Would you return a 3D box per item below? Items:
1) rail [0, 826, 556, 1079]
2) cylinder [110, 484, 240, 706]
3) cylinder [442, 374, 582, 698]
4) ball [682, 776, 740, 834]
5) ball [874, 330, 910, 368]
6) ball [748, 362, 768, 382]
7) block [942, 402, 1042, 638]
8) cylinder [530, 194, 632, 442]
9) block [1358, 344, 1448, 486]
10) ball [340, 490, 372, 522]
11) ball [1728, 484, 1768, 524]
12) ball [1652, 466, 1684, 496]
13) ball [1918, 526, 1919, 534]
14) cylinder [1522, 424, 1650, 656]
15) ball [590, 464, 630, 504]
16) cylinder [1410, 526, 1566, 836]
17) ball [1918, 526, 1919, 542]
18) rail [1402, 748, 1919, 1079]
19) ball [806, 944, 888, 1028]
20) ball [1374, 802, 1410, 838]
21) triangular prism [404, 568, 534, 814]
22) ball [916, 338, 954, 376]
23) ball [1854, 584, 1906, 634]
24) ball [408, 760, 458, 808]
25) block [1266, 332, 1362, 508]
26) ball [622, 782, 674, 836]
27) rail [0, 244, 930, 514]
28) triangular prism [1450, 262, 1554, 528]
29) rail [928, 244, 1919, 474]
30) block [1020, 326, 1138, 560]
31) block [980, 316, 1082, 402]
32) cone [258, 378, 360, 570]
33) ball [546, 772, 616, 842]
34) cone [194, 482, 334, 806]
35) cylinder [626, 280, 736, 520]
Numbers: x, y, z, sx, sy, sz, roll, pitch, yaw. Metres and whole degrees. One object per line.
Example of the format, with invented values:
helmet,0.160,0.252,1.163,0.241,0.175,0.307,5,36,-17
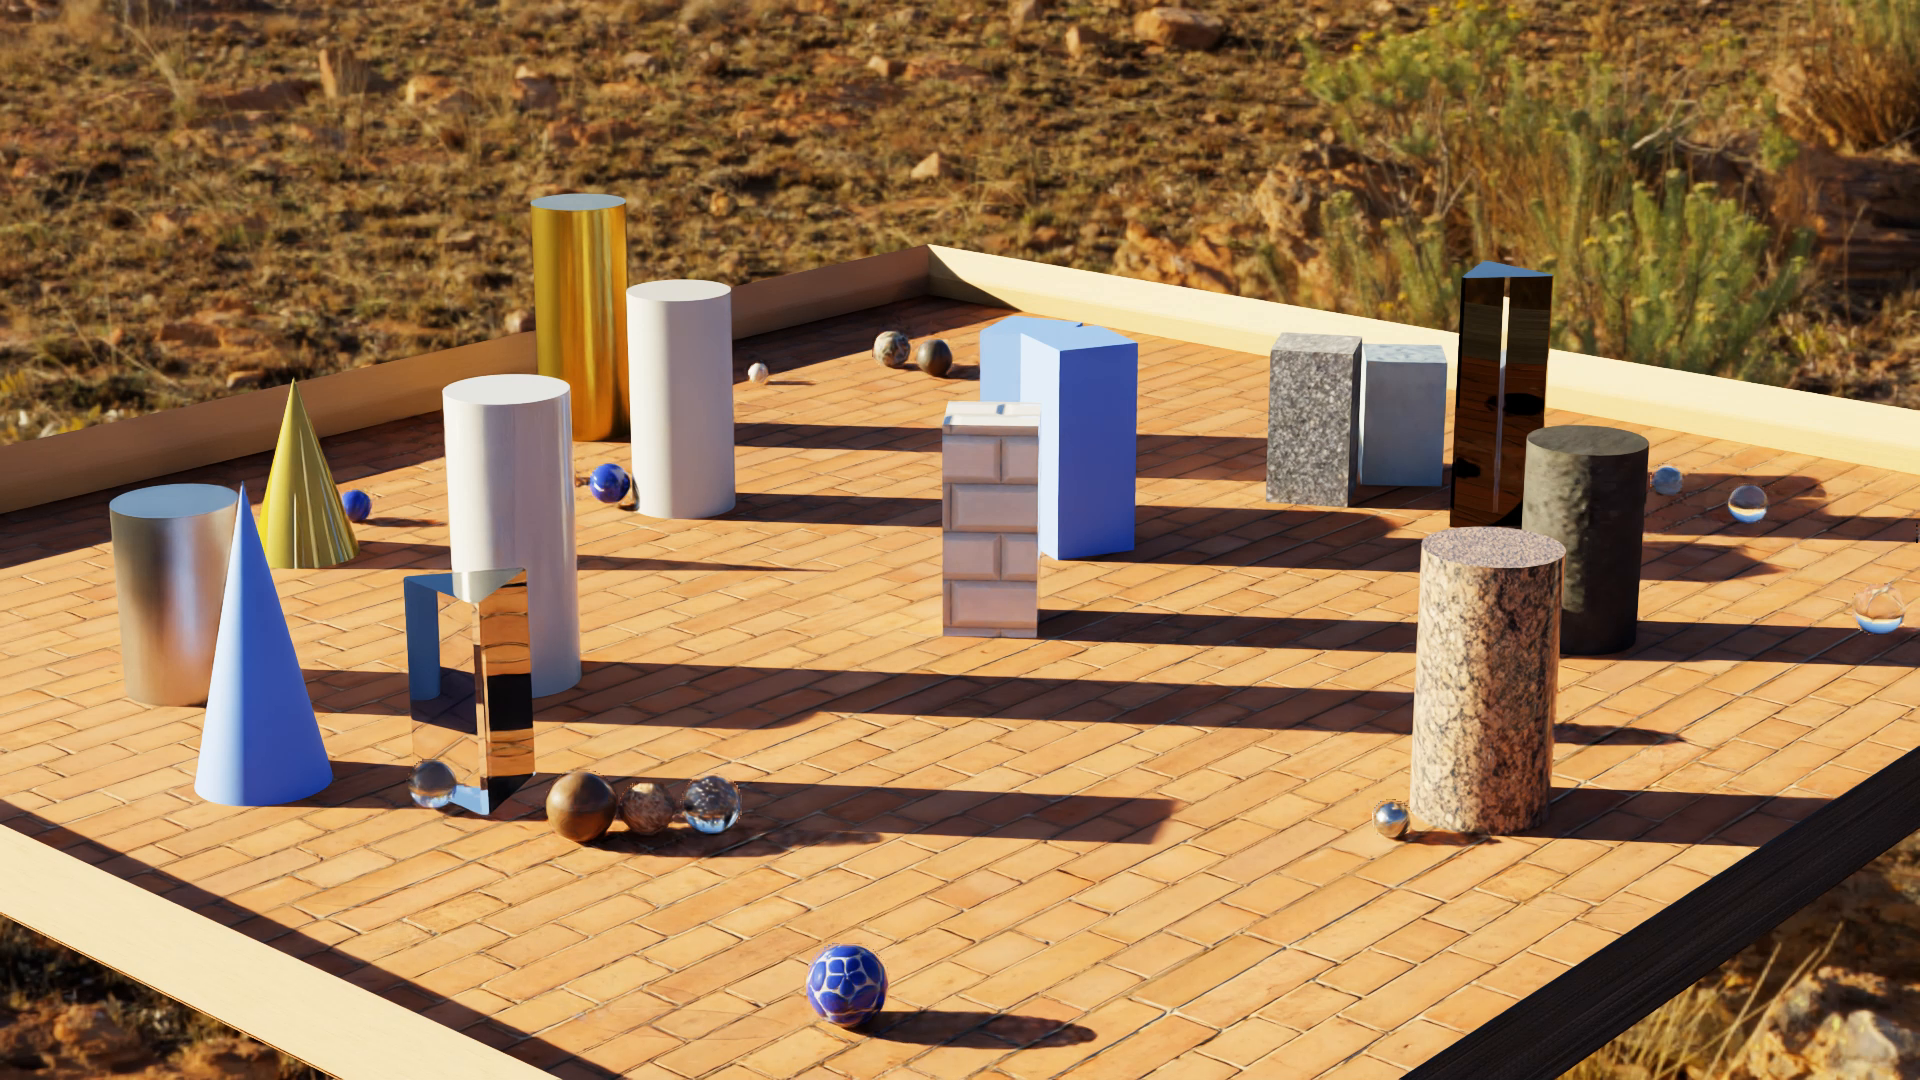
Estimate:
rail,-1.200,0.431,3.797,3.439,0.128,0.045,14,22,39
cylinder,-1.230,0.085,4.637,0.197,0.307,0.197,0,17,0
cylinder,-0.707,-0.006,4.644,0.197,0.479,0.197,0,17,0
ball,-0.346,0.369,4.089,0.080,0.080,0.080,0,17,0
ball,-0.157,-0.442,6.771,0.085,0.085,0.085,0,17,0
ball,-0.455,-0.378,6.628,0.045,0.045,0.045,0,17,0
block,0.055,-0.035,4.935,0.158,0.367,0.158,1,17,3
cylinder,-0.792,-0.468,6.158,0.197,0.489,0.197,0,17,0
block,0.881,-0.251,5.849,0.158,0.251,0.158,1,17,4
ball,-1.146,-0.064,5.561,0.061,0.061,0.061,0,17,0
ball,1.492,-0.068,5.552,0.074,0.074,0.074,0,17,0
ball,1.385,-0.116,5.737,0.058,0.058,0.058,0,17,0
ball,1.801,-0.019,5.430,0.050,0.050,0.050,0,17,0
cylinder,1.032,-0.001,4.867,0.197,0.341,0.197,0,17,0
ball,-0.675,-0.108,5.651,0.079,0.079,0.079,0,17,0
cylinder,0.740,0.196,4.124,0.197,0.391,0.197,0,17,0
ball,1.791,-0.012,5.364,0.075,0.075,0.075,0,17,0
rail,1.280,0.353,4.055,0.045,0.128,3.707,14,22,39
ball,-0.135,0.534,3.510,0.099,0.099,0.099,0,17,0
ball,0.601,0.389,4.074,0.050,0.050,0.050,0,17,0
triangular prism,-0.680,0.207,4.220,0.148,0.316,0.171,-16,23,-42
ball,-0.057,-0.417,6.688,0.084,0.084,0.084,0,17,0
ball,1.543,0.116,4.921,0.084,0.084,0.084,0,17,0
ball,-0.749,0.348,4.169,0.068,0.068,0.068,0,17,0
block,0.690,-0.235,5.707,0.158,0.304,0.158,4,17,13
ball,-0.435,0.374,4.083,0.074,0.074,0.074,0,17,0
rail,-1.280,-0.289,6.184,0.045,0.128,3.707,14,22,39
triangular prism,1.003,-0.278,5.543,0.171,0.479,0.148,-2,17,-6
rail,1.200,-0.367,6.443,3.439,0.128,0.045,14,22,39
block,0.216,-0.180,5.372,0.158,0.391,0.158,-7,18,-23
block,0.145,-0.295,5.943,0.158,0.281,0.158,7,18,23
cone,-1.199,-0.136,5.325,0.197,0.333,0.197,0,17,0
ball,-0.524,0.369,4.058,0.097,0.097,0.097,0,17,0
cone,-1.016,0.134,4.217,0.197,0.456,0.197,0,17,0
cylinder,-0.533,-0.271,5.617,0.197,0.423,0.197,0,17,0
